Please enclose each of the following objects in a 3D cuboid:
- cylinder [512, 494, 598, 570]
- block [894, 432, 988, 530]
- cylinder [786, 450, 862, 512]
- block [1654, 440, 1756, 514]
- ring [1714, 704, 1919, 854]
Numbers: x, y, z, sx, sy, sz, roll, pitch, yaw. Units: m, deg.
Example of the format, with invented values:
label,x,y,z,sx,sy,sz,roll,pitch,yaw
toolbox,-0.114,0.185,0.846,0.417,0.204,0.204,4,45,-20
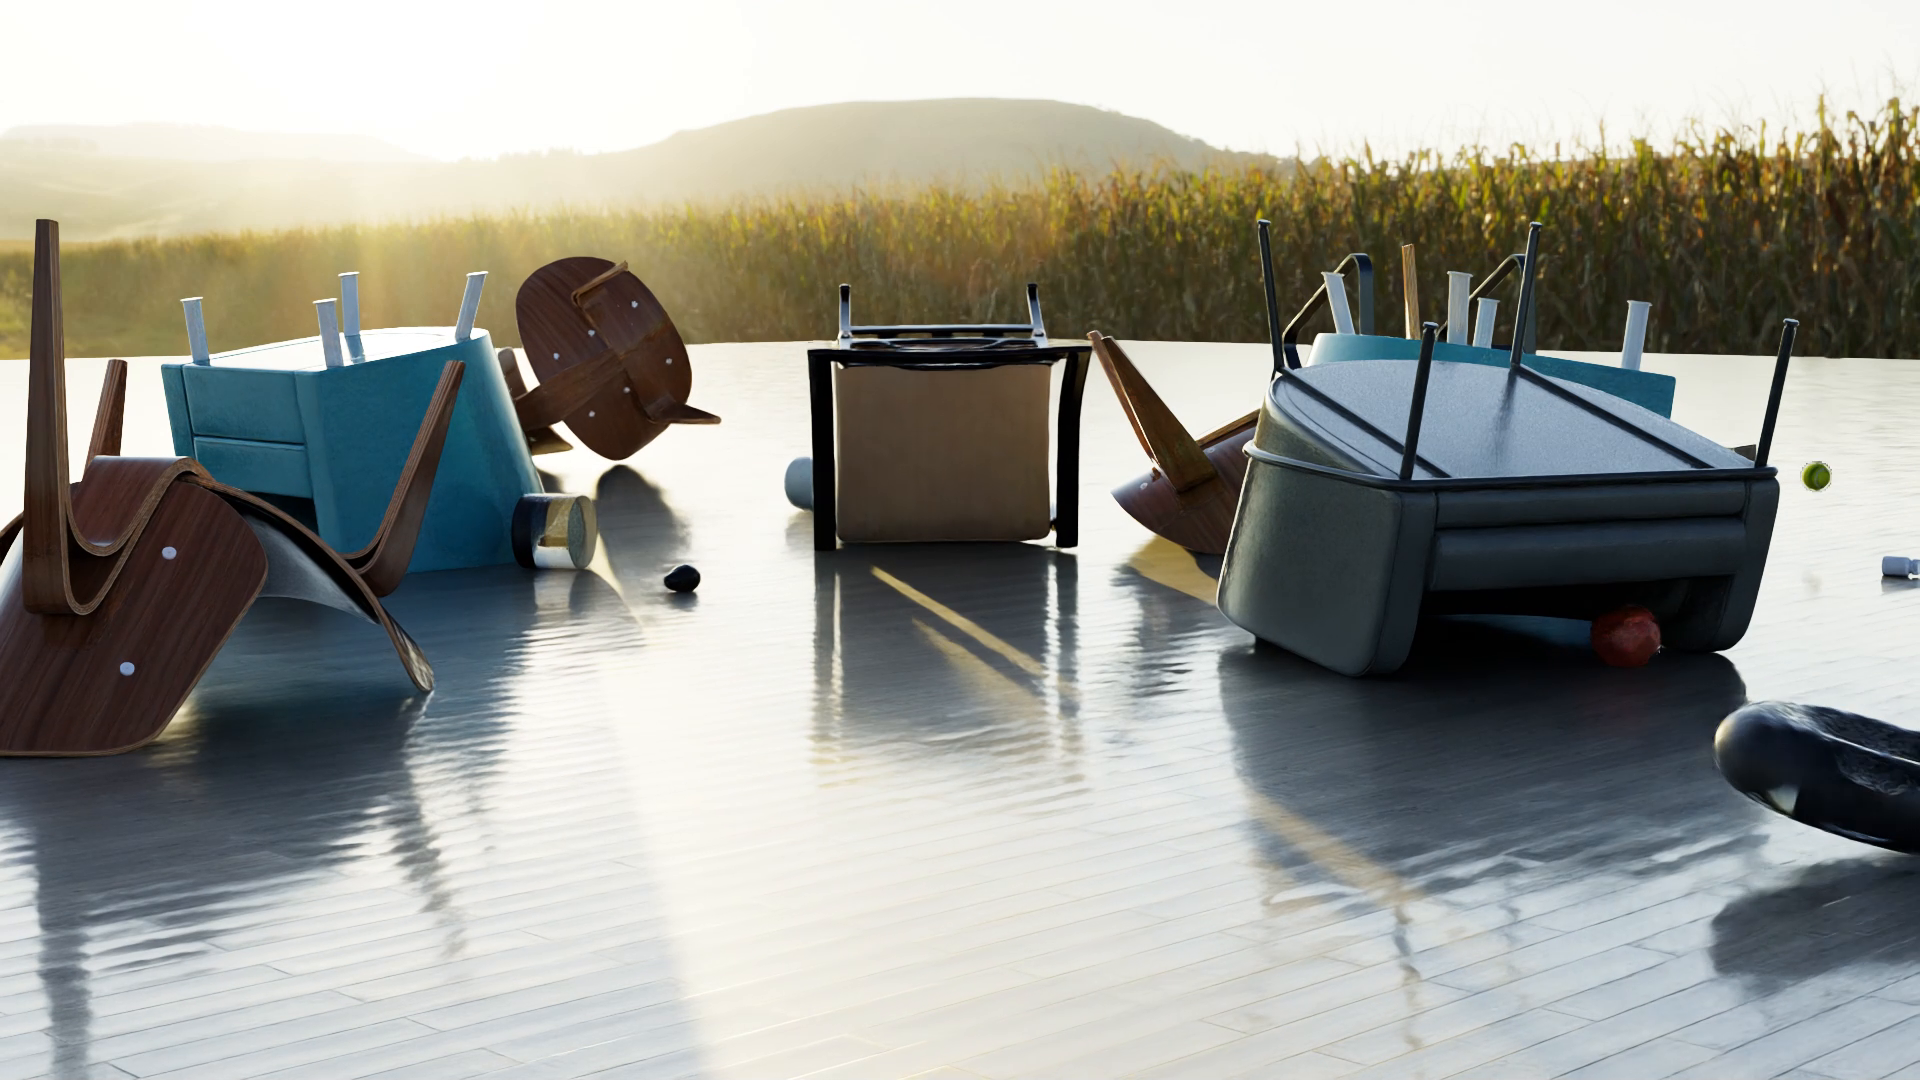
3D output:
label,x,y,z,sx,sy,sz,roll,pitch,yaw
cylinder,-0.911,-0.019,5.770,0.131,0.170,0.194,1,1,12
block,-0.048,-0.156,6.698,0.138,0.216,0.141,-20,-4,28
cylinder,-0.379,-0.156,7.169,0.150,0.155,0.175,15,-19,-28
block,2.110,-0.180,7.263,0.219,0.183,0.197,4,7,36
ring,1.049,0.276,2.959,0.375,0.104,0.262,13,13,-9
